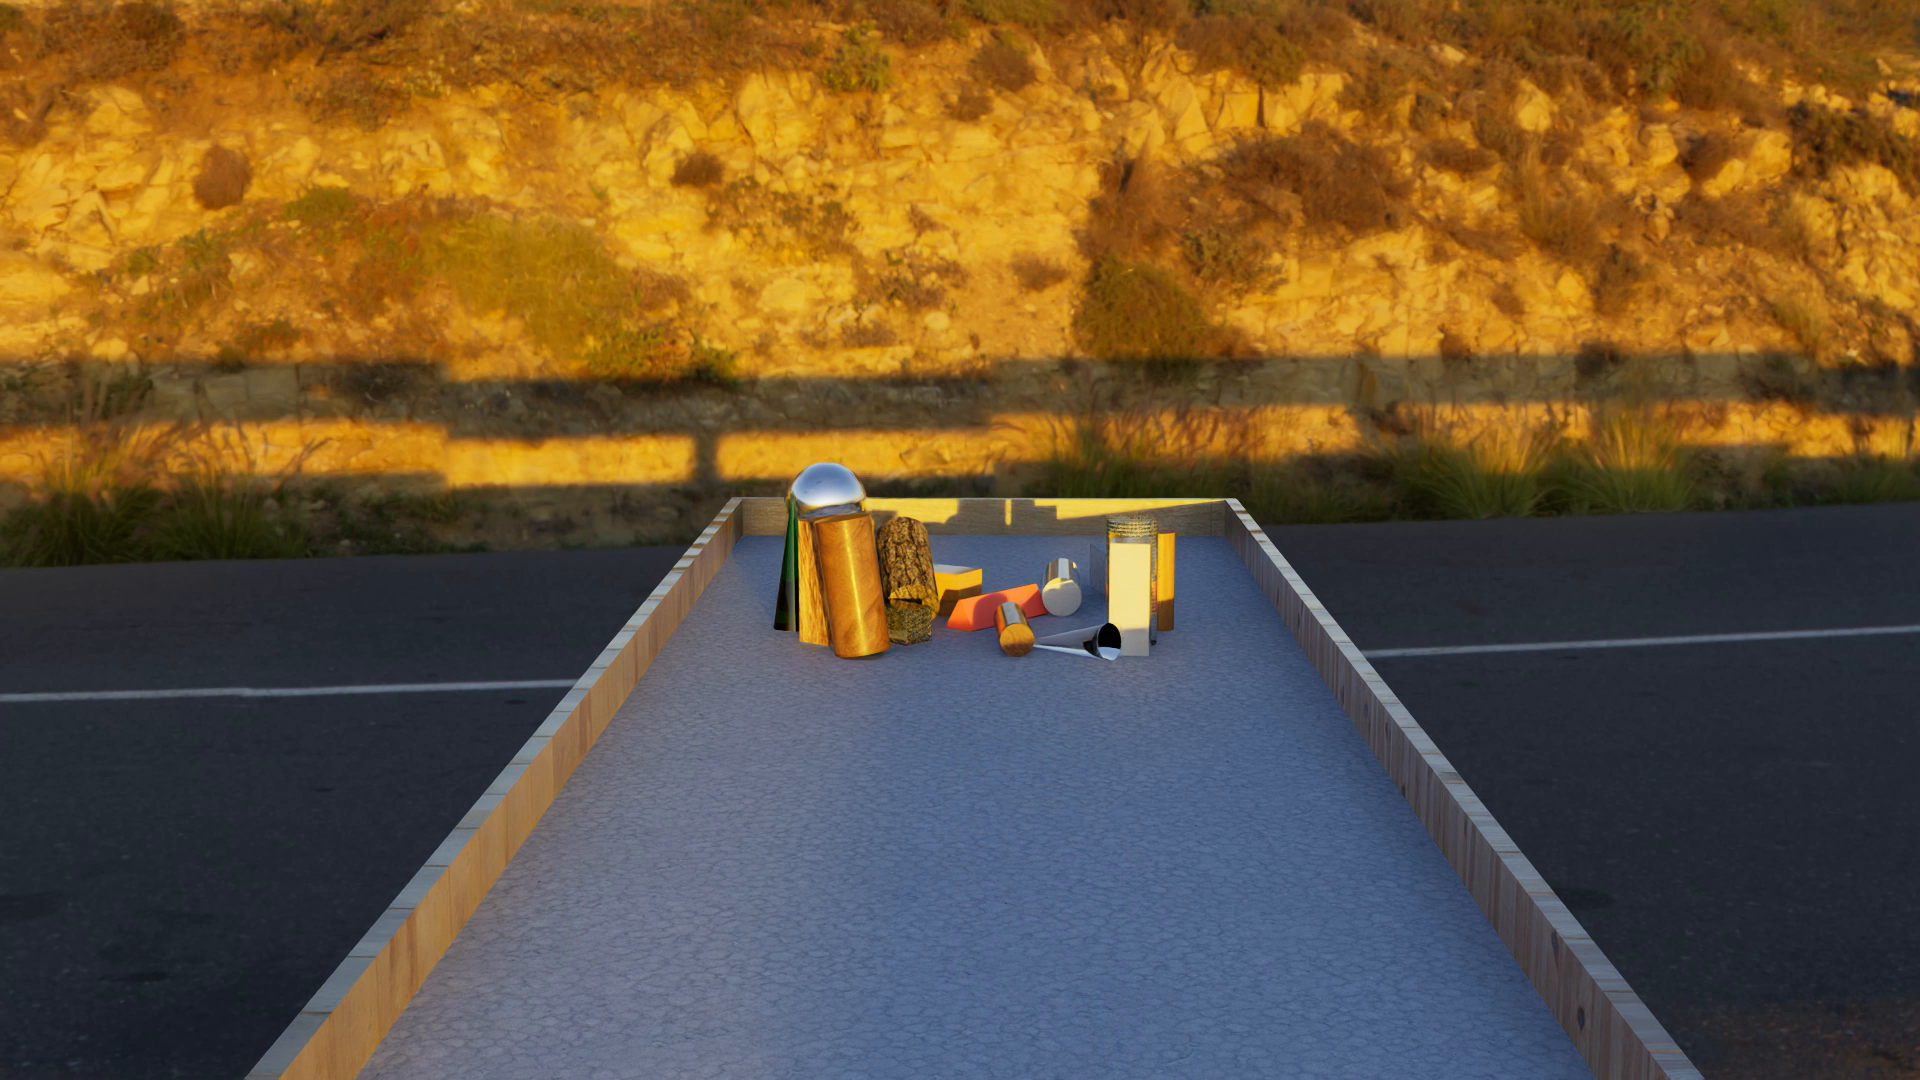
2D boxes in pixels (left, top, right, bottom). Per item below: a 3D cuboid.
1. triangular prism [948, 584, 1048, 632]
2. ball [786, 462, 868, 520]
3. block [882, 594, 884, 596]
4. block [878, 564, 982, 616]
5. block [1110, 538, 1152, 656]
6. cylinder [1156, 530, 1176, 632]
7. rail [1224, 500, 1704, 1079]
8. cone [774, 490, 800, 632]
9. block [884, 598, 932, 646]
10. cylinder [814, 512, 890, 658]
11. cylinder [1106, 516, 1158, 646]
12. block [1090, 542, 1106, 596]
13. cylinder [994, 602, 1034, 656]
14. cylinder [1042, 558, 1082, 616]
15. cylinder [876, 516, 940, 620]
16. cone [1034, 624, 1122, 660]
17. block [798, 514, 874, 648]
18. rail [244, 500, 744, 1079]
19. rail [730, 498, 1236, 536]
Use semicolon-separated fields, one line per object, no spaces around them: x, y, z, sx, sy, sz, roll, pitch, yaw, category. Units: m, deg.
0.127;0.218;7.303;0.113;0.098;0.398;8;12;39;triangular prism
-0.542;-0.154;8.943;0.326;0.326;0.326;0;9;0;ball
-0.413;0.210;7.356;0.338;0.102;0.102;5;10;28;block
-0.105;0.165;7.504;0.332;0.145;0.145;6;11;33;block
0.527;0.175;6.795;0.122;0.348;0.122;1;9;8;block
0.647;0.131;7.162;0.102;0.320;0.102;0;9;0;cylinder
1.046;0.843;3.208;0.050;0.150;12.000;0;9;1;rail
-0.543;0.060;7.170;0.138;0.457;0.138;0;9;0;cone
-0.264;0.251;7.066;0.373;0.112;0.112;9;12;43;block
-0.329;0.137;6.748;0.173;0.416;0.173;-8;7;1;cylinder
0.541;0.129;6.933;0.163;0.393;0.163;0;9;0;cylinder
0.581;0.118;7.781;0.152;0.152;0.454;-1;9;-9;block
0.167;0.279;6.907;0.105;0.105;0.347;0;9;-2;cylinder
0.350;0.161;7.571;0.132;0.132;0.393;0;9;3;cylinder
-0.176;0.105;7.294;0.178;0.178;0.384;-1;36;-7;cylinder
0.314;0.318;6.822;0.383;0.114;0.114;-3;4;43;cone
-0.390;0.128;6.963;0.169;0.387;0.169;7;12;39;block
-1.004;0.839;3.234;0.050;0.150;12.000;0;9;1;rail
0.099;-0.098;9.147;2.100;0.150;0.050;0;9;1;rail
